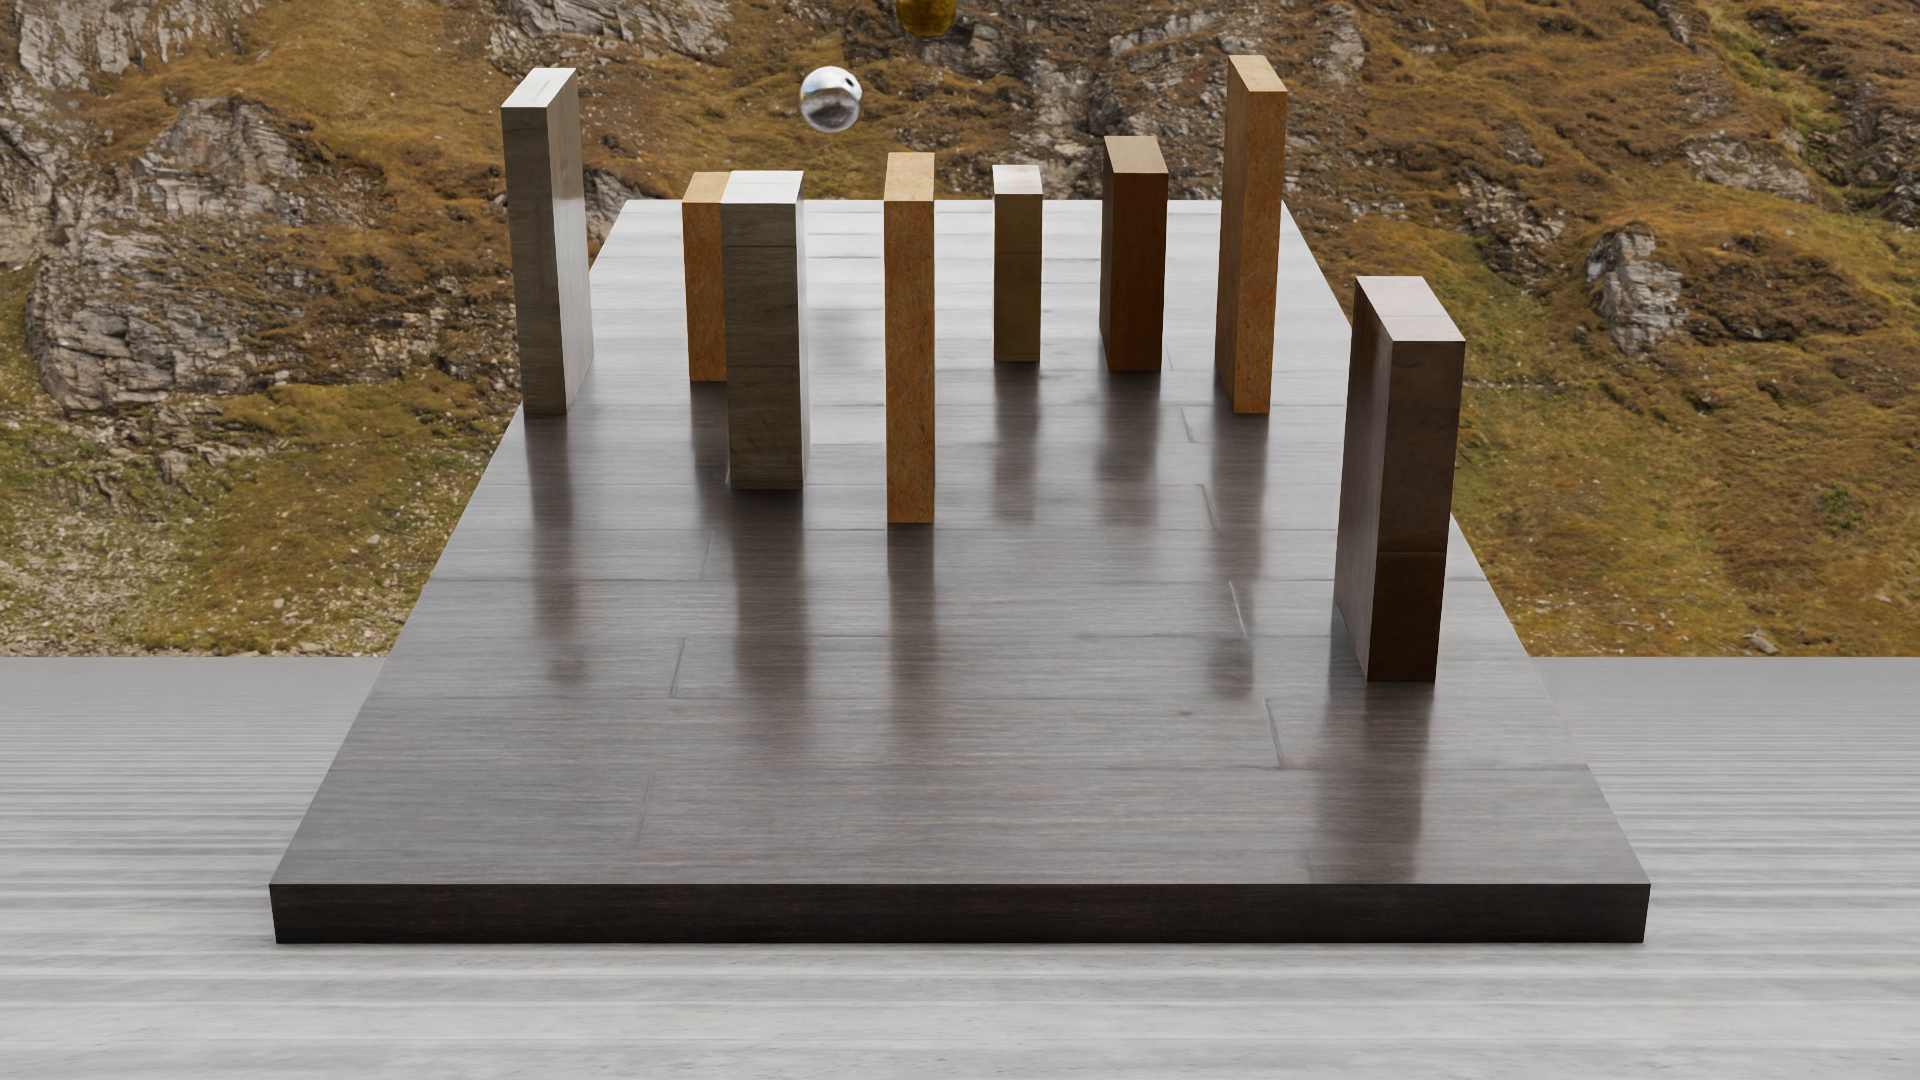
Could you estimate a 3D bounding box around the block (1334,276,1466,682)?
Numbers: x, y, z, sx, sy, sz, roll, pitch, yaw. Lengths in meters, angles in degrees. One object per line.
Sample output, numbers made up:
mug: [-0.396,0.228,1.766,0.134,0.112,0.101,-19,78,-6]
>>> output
block: [0.756,-0.111,4.006,0.117,0.611,0.374,0,23,0]

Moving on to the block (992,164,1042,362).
block: [0.137,-0.678,5.626,0.113,0.413,0.290,0,23,0]

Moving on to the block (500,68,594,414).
block: [-0.938,-0.689,5.276,0.098,0.698,0.431,0,23,0]

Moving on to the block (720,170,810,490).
block: [-0.400,-0.437,4.791,0.149,0.606,0.270,0,23,0]

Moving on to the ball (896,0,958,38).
ball: [-0.098,-1.565,6.772,0.180,0.180,0.180,0,-3,0]

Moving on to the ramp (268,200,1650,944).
ramp: [-0.007,-0.224,5.200,2.000,0.100,4.000,0,23,0]

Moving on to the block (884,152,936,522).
block: [-0.099,-0.415,4.675,0.094,0.657,0.401,0,23,0]

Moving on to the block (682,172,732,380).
block: [-0.565,-0.630,5.486,0.145,0.429,0.295,0,23,0]

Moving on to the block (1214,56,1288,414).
block: [0.661,-0.704,5.276,0.083,0.731,0.407,0,23,0]

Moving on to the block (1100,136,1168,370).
block: [0.418,-0.701,5.595,0.126,0.480,0.386,0,23,0]

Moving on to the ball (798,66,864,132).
ball: [-0.381,-1.298,6.793,0.193,0.193,0.193,0,-3,0]
